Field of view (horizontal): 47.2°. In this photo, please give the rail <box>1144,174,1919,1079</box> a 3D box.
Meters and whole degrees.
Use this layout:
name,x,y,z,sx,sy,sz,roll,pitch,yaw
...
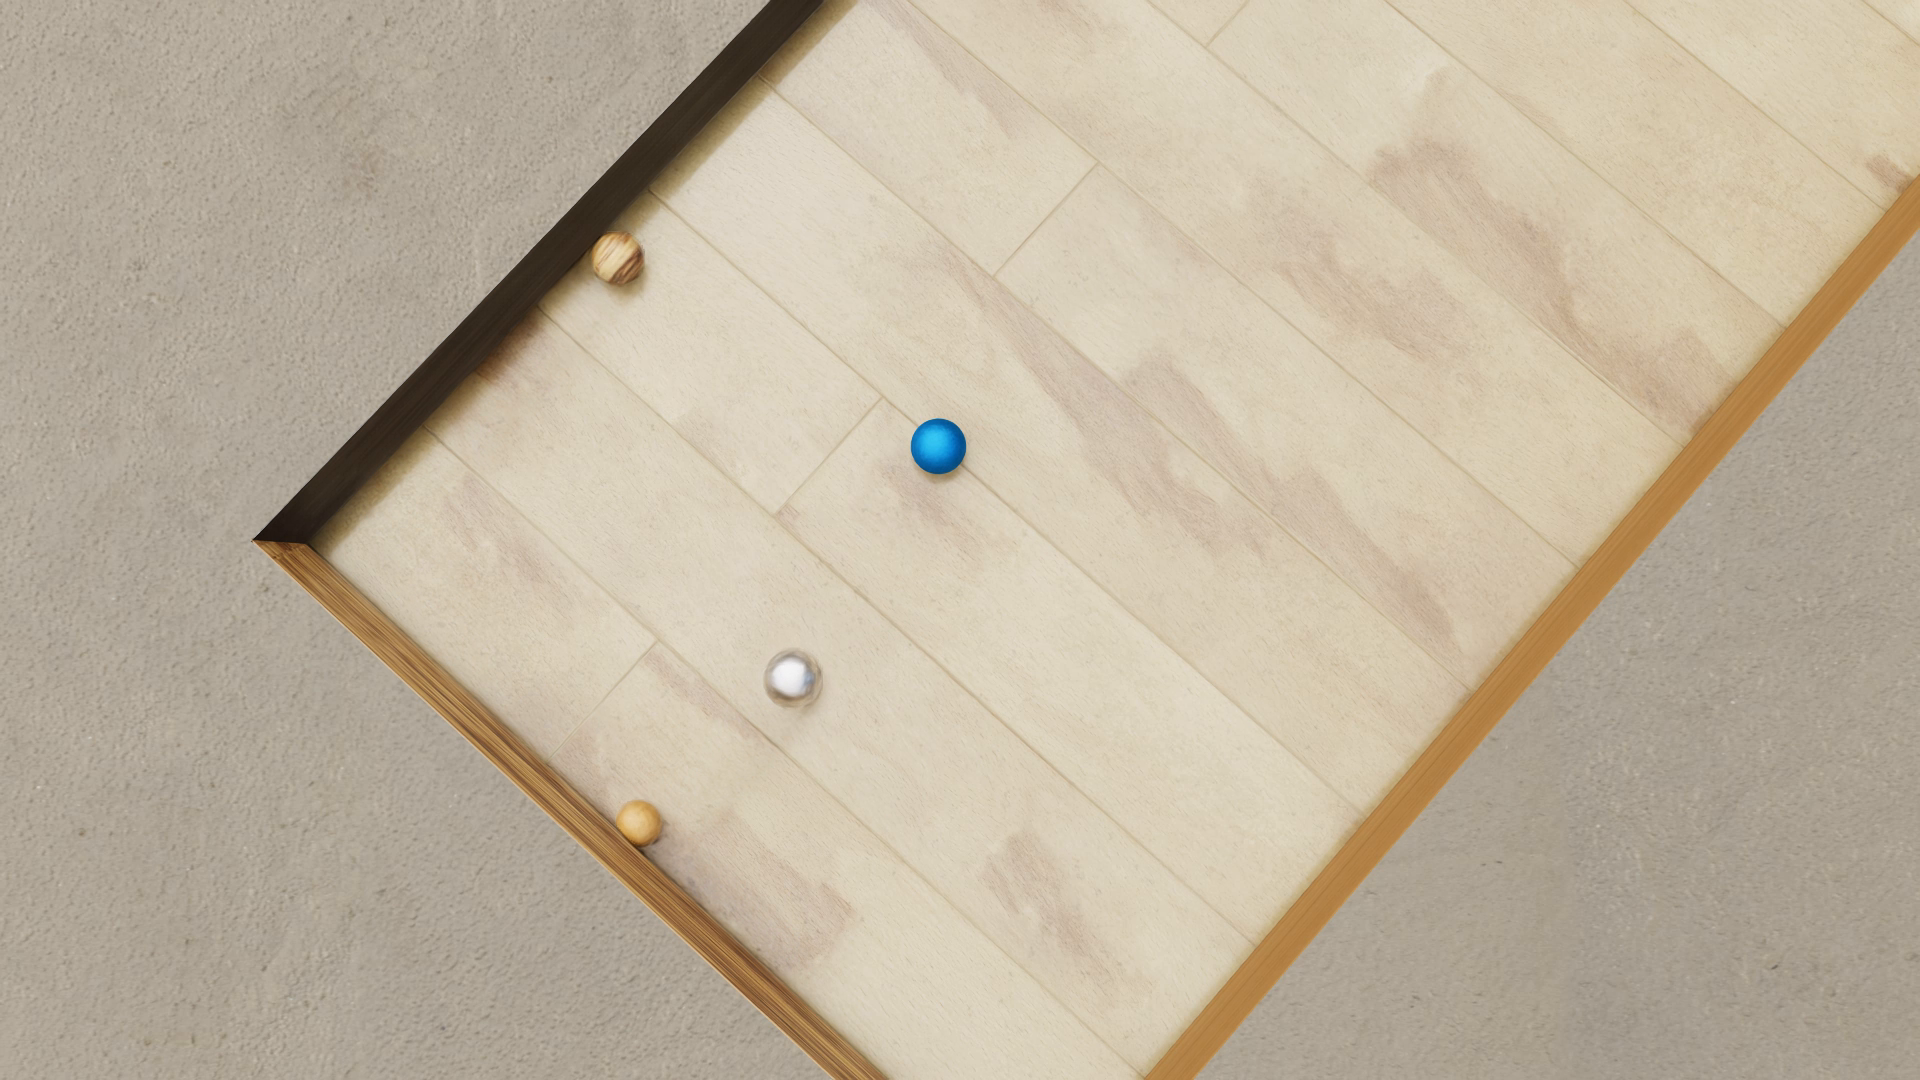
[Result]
name,x,y,z,sx,sy,sz,roll,pitch,yaw
rail,1.015,-0.032,3.261,0.045,0.114,2.791,41,83,6

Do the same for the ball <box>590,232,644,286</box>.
name,x,y,z,sx,sy,sz,roll,pitch,yaw
ball,-0.522,-0.428,3.346,0.080,0.080,0.080,0,80,0

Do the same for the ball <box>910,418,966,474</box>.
name,x,y,z,sx,sy,sz,roll,pitch,yaw
ball,-0.032,-0.140,3.296,0.084,0.084,0.084,0,80,0

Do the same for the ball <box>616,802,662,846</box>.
name,x,y,z,sx,sy,sz,roll,pitch,yaw
ball,-0.468,0.415,3.211,0.066,0.066,0.066,0,80,0

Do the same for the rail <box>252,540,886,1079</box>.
name,x,y,z,sx,sy,sz,roll,pitch,yaw
rail,-0.449,0.493,3.173,1.523,0.114,0.045,41,83,6

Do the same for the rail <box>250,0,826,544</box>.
name,x,y,z,sx,sy,sz,roll,pitch,yaw
rail,-0.085,-1.001,3.424,0.045,0.114,2.791,41,83,6

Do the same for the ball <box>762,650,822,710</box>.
name,x,y,z,sx,sy,sz,roll,pitch,yaw
ball,-0.247,0.205,3.236,0.088,0.088,0.088,0,80,0
